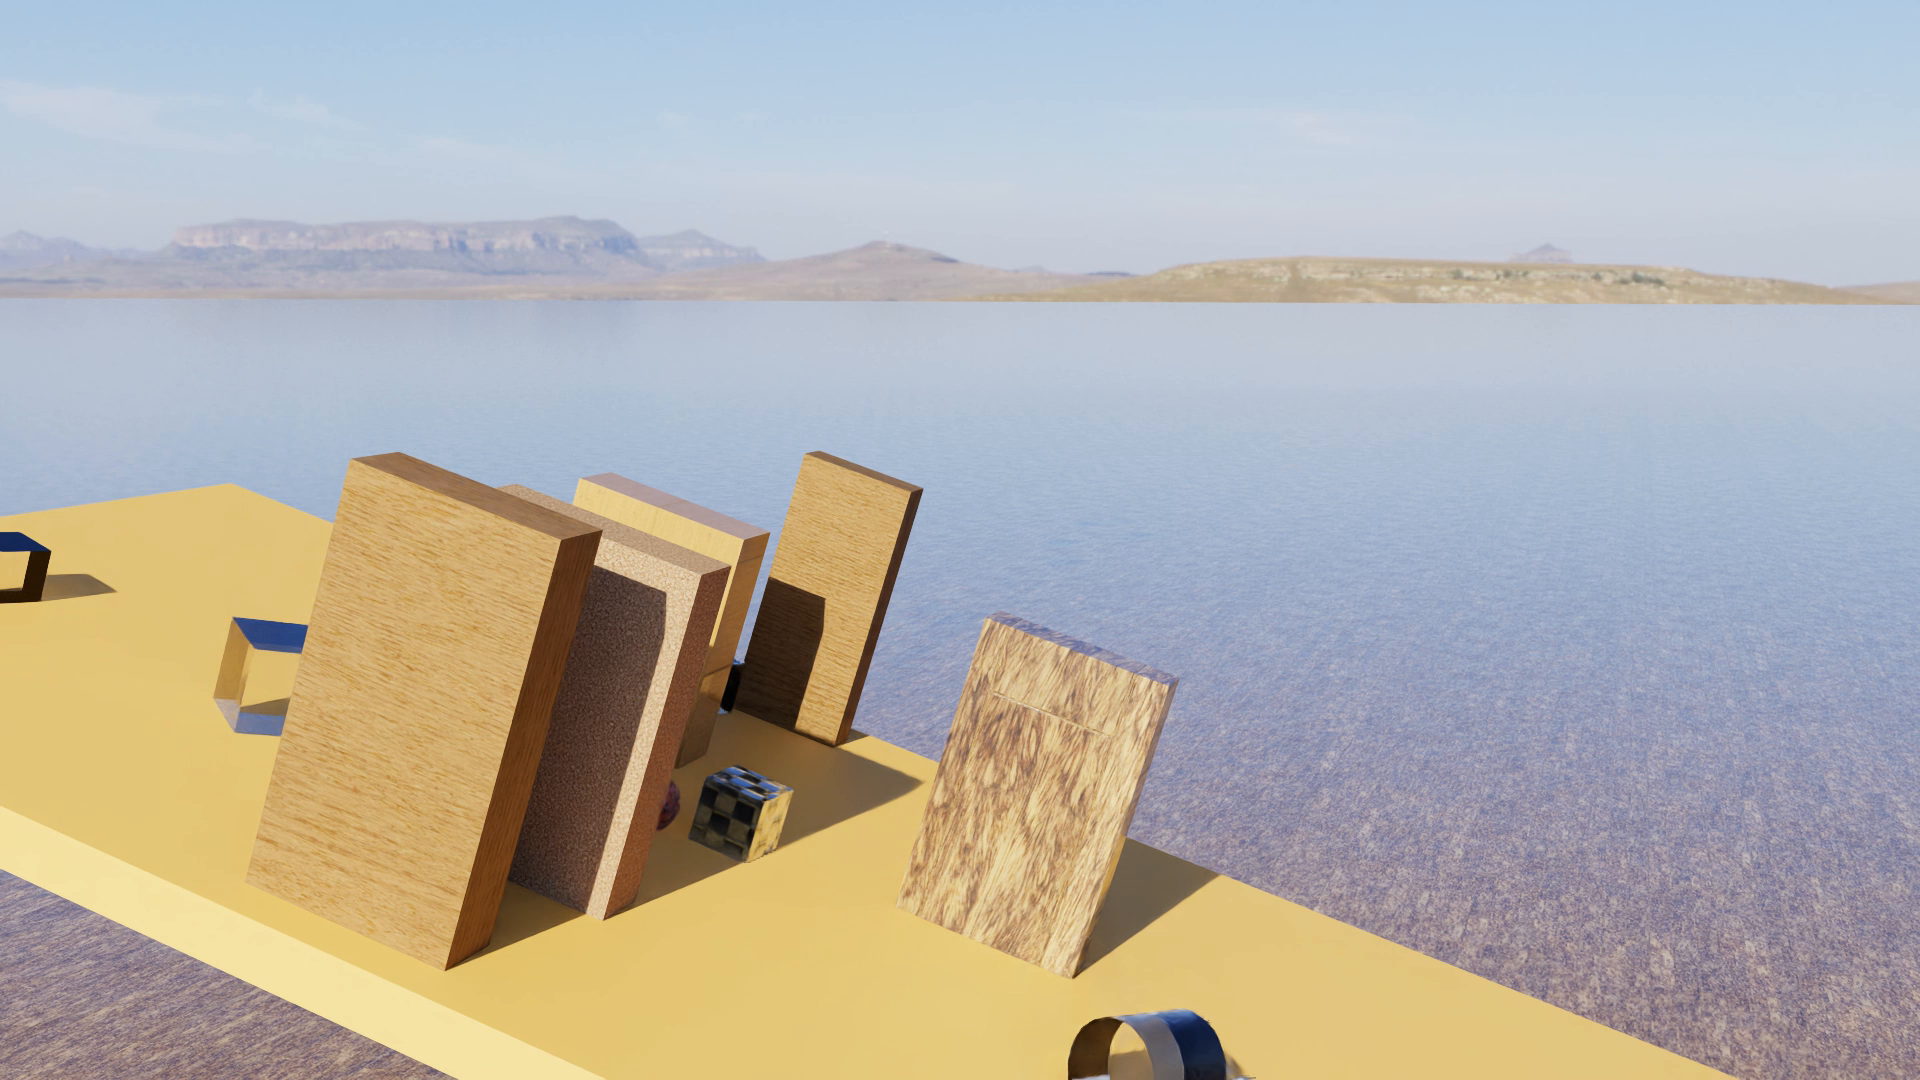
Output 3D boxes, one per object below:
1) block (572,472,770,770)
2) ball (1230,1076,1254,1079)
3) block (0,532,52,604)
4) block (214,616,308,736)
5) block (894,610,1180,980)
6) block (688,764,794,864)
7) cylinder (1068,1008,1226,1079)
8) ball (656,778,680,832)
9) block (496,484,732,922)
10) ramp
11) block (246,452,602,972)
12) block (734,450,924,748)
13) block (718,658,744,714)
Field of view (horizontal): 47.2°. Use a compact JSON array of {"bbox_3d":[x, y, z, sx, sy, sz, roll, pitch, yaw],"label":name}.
[{"bbox_3d":[-0.670,0.167,4.660,0.386,0.513,0.147,20,12,14],"label":"block"},{"bbox_3d":[0.472,0.951,3.666,0.108,0.108,0.108,0,7,0],"label":"ball"},{"bbox_3d":[-1.909,0.055,4.397,0.110,0.110,0.110,24,13,29],"label":"block"},{"bbox_3d":[-1.295,0.262,4.173,0.168,0.168,0.168,9,14,-35],"label":"block"},{"bbox_3d":[0.142,0.480,4.160,0.367,0.599,0.096,20,12,14],"label":"block"},{"bbox_3d":[-0.425,0.531,4.270,0.130,0.130,0.130,21,12,18],"label":"block"},{"bbox_3d":[0.307,0.870,3.612,0.184,0.184,0.184,6,1,-45],"label":"cylinder"},{"bbox_3d":[-0.594,0.500,4.205,0.117,0.117,0.117,0,7,0],"label":"ball"},{"bbox_3d":[-0.694,0.277,3.811,0.426,0.635,0.129,20,12,14],"label":"block"},{"bbox_3d":[-0.360,0.683,4.228,4.000,0.100,2.000,20,12,14],"label":"ramp"},{"bbox_3d":[-0.845,0.265,3.450,0.372,0.716,0.140,20,12,14],"label":"block"},{"bbox_3d":[-0.307,0.135,5.050,0.266,0.624,0.093,20,12,14],"label":"block"},{"bbox_3d":[-0.591,0.318,5.038,0.122,0.122,0.122,5,17,-45],"label":"block"}]
